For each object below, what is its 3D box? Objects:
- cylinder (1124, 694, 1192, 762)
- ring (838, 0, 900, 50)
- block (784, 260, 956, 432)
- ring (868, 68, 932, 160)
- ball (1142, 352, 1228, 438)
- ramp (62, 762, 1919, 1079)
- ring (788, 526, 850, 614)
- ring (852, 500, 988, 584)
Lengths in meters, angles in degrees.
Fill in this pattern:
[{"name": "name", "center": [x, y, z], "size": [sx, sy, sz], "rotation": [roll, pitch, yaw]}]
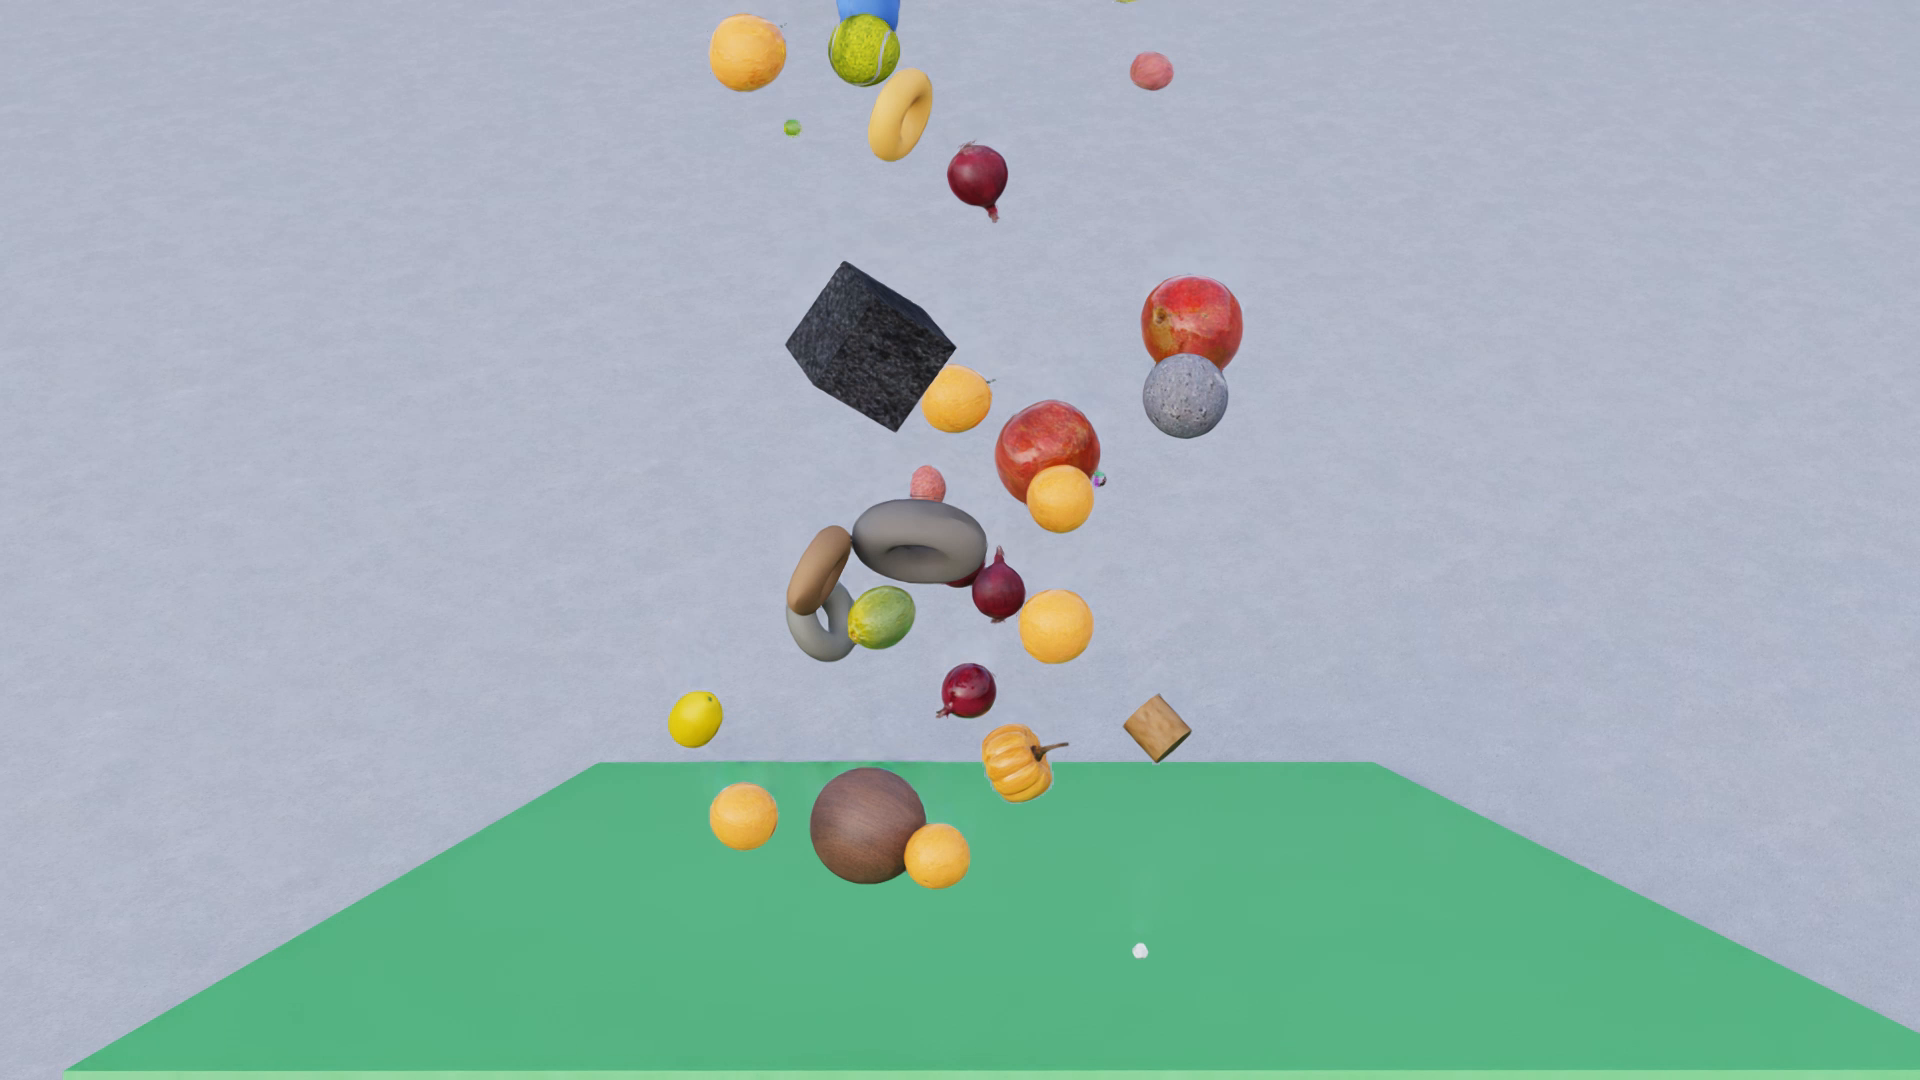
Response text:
[{"name": "cylinder", "center": [0.219, 0.209, 2.869], "size": [0.054, 0.054, 0.054], "rotation": [48, 48, 12]}, {"name": "ring", "center": [-0.093, -0.560, 2.566], "size": [0.048, 0.145, 0.145], "rotation": [-7, 32, -10]}, {"name": "block", "center": [-0.083, -0.178, 2.374], "size": [0.097, 0.097, 0.097], "rotation": [29, 13, -31]}, {"name": "ring", "center": [-0.061, -0.442, 2.690], "size": [0.034, 0.101, 0.101], "rotation": [25, 37, 16]}, {"name": "ball", "center": [0.232, -0.148, 2.661], "size": [0.088, 0.088, 0.088], "rotation": [0, 31, 0]}, {"name": "ramp", "center": [0.069, 0.612, 4.684], "size": [2.000, 0.100, 4.000], "rotation": [0, 0, 0]}, {"name": "ring", "center": [-0.141, 0.030, 2.595], "size": [0.033, 0.098, 0.098], "rotation": [28, 36, 7]}, {"name": "ring", "center": [-0.041, 0.002, 2.631], "size": [0.139, 0.139, 0.046], "rotation": [3, 64, 5]}]
